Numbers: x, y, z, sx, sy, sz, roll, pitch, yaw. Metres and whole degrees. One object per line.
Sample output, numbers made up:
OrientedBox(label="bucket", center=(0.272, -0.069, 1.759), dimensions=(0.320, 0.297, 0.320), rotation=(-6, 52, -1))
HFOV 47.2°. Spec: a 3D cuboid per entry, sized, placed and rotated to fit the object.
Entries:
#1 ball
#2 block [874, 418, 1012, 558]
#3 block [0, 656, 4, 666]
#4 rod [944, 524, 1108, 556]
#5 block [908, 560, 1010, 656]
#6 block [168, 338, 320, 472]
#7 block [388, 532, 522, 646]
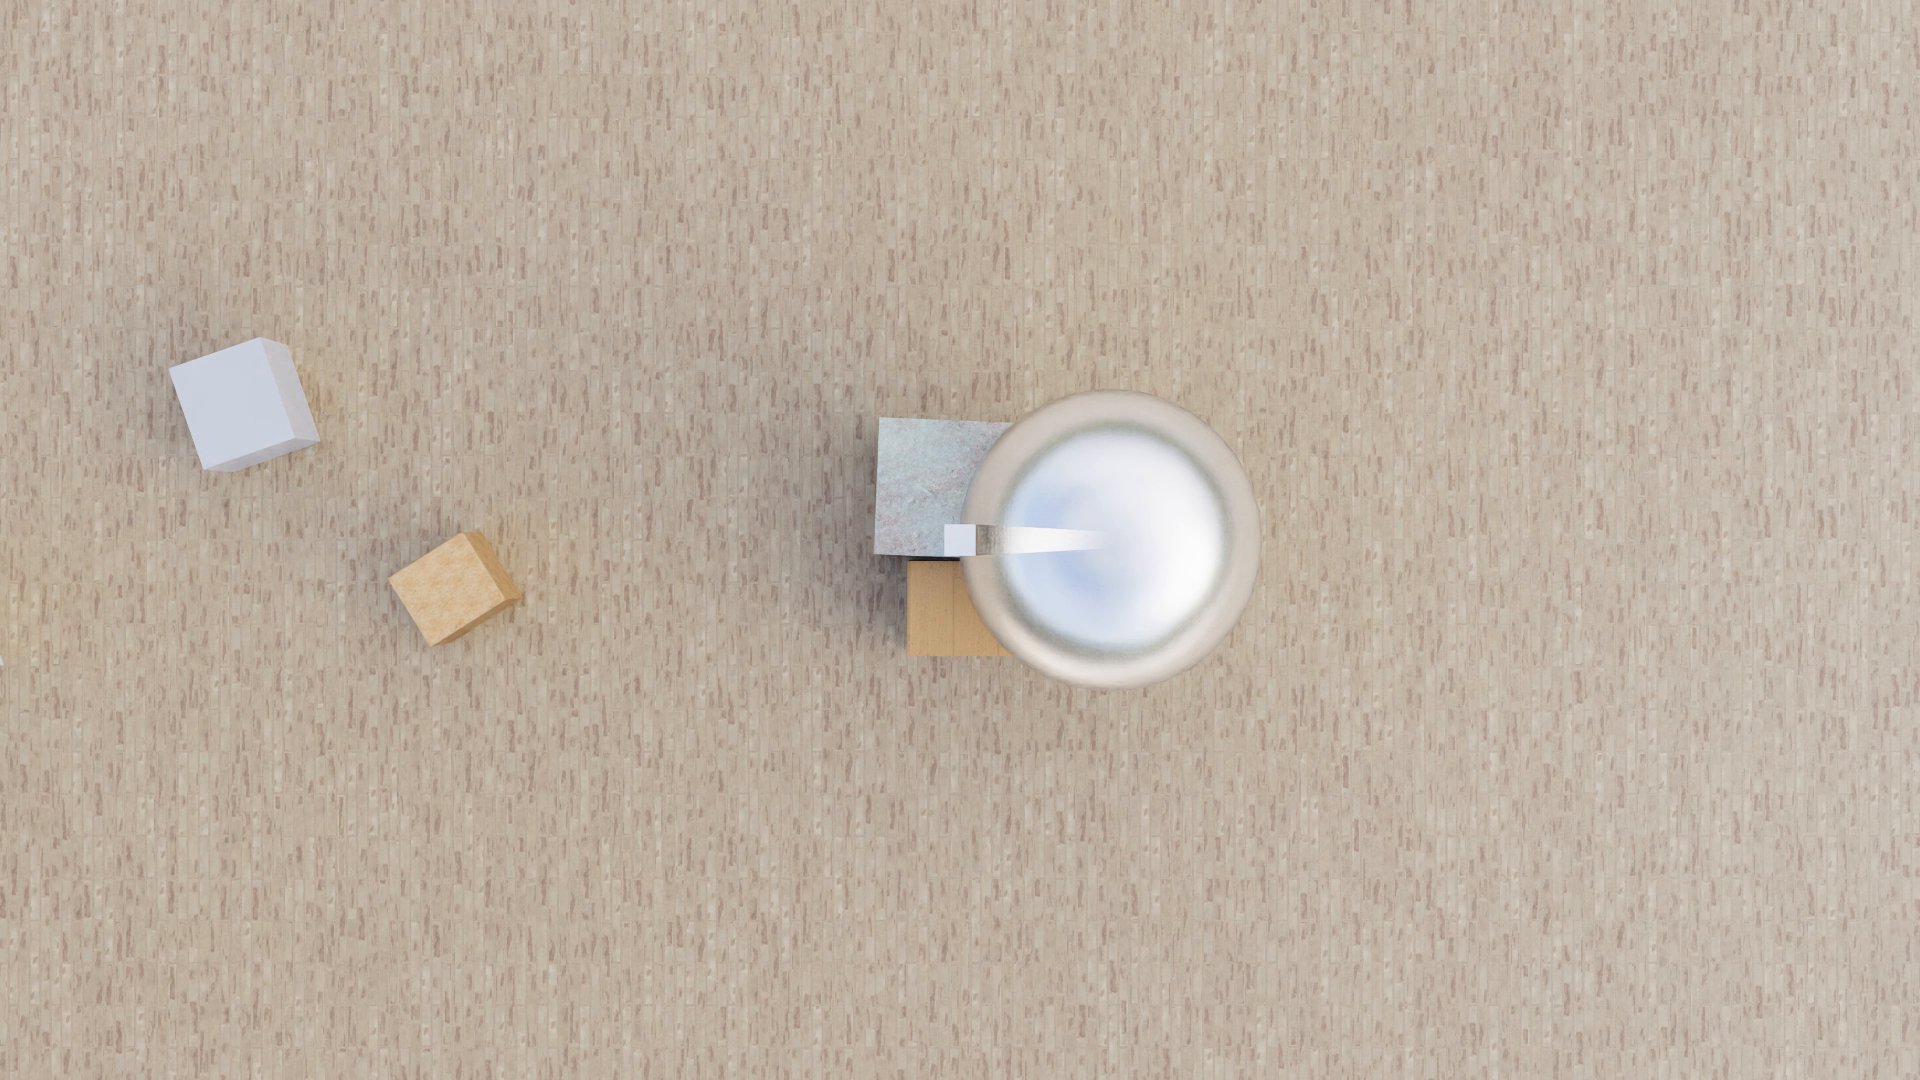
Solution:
OrientedBox(label="ball", center=(0.788, 0.000, 11.588), dimensions=(1.600, 1.600, 1.600), rotation=(0, 90, 0))
OrientedBox(label="block", center=(-0.061, -0.286, 12.623), dimensions=(0.806, 0.755, 0.762), rotation=(2, 90, 0))
OrientedBox(label="block", center=(-5.979, 0.572, 12.734), dimensions=(0.498, 0.532, 0.533), rotation=(-21, 90, 0))
OrientedBox(label="rod", center=(0.341, 0.000, 8.218), dimensions=(0.080, 5.200, 0.080), rotation=(0, 90, 8))
OrientedBox(label="block", center=(0.020, 0.386, 12.689), dimensions=(0.634, 0.622, 0.534), rotation=(0, 90, 0))
OrientedBox(label="block", center=(-4.137, -0.777, 12.745), dimensions=(0.550, 0.510, 0.607), rotation=(-19, 90, 0))
OrientedBox(label="block", center=(-2.920, 0.280, 12.753), dimensions=(0.503, 0.494, 0.459), rotation=(-32, 90, 0))
